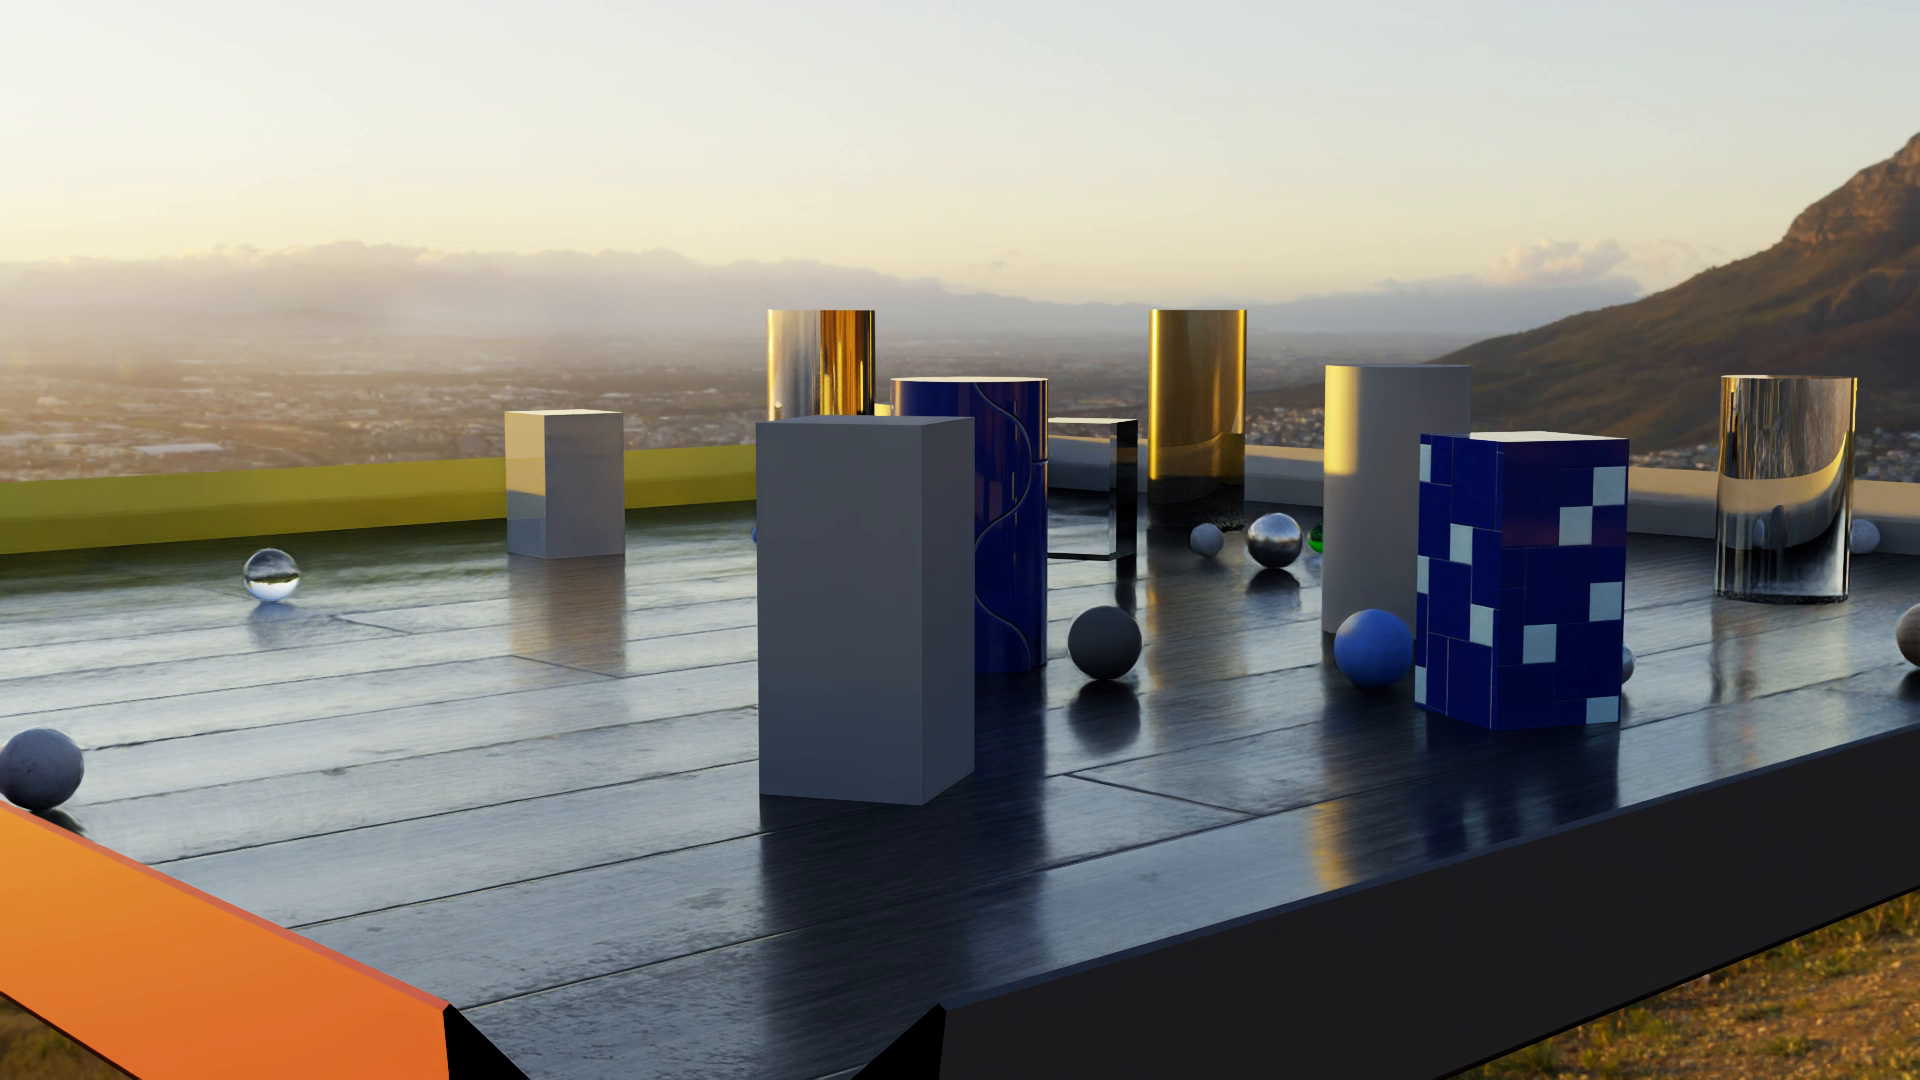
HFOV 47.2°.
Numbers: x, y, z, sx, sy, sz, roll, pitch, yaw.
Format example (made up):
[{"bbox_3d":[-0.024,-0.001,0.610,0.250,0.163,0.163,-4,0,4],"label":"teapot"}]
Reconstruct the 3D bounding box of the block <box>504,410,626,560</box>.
[{"bbox_3d":[-0.728,-0.106,4.053,0.159,0.260,0.159,-5,7,-37],"label":"block"}]

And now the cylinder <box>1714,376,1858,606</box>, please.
[{"bbox_3d":[1.282,-0.082,3.420,0.199,0.343,0.199,0,6,0],"label":"cylinder"}]

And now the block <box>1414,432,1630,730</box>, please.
[{"bbox_3d":[0.617,0.039,2.425,0.159,0.308,0.159,-2,6,-21],"label":"block"}]

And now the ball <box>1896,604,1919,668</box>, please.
[{"bbox_3d":[1.209,0.119,2.733,0.085,0.085,0.085,0,6,0],"label":"ball"}]

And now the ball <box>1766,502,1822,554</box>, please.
[{"bbox_3d":[1.531,-0.022,4.038,0.096,0.096,0.096,0,6,0],"label":"ball"}]

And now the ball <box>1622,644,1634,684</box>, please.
[{"bbox_3d":[0.770,0.147,2.606,0.057,0.057,0.057,0,6,0],"label":"ball"}]

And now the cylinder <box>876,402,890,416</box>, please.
[{"bbox_3d":[-0.025,-0.046,3.234,0.199,0.310,0.199,0,6,0],"label":"cylinder"}]

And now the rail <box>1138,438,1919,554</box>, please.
[{"bbox_3d":[1.275,-0.088,4.502,0.045,0.129,3.428,-5,8,-42],"label":"rail"}]

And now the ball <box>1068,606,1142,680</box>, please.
[{"bbox_3d":[0.176,0.124,2.663,0.090,0.090,0.090,0,6,0],"label":"ball"}]

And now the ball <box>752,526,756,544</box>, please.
[{"bbox_3d":[-0.373,-0.010,4.166,0.044,0.044,0.044,0,6,0],"label":"ball"}]

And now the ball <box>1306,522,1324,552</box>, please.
[{"bbox_3d":[0.669,-0.004,4.061,0.056,0.056,0.056,0,6,0],"label":"ball"}]

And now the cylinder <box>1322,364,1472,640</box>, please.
[{"bbox_3d":[0.608,-0.058,3.068,0.199,0.369,0.199,0,6,0],"label":"cylinder"}]

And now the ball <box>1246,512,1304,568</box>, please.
[{"bbox_3d":[0.545,0.001,3.808,0.097,0.097,0.097,0,6,0],"label":"ball"}]

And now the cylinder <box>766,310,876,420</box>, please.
[{"bbox_3d":[-0.253,-0.197,4.025,0.199,0.446,0.199,0,6,0],"label":"cylinder"}]

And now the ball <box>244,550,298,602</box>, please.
[{"bbox_3d":[-1.056,0.055,3.371,0.082,0.082,0.082,0,6,0],"label":"ball"}]

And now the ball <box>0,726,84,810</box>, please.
[{"bbox_3d":[-0.823,0.204,1.967,0.075,0.075,0.075,0,6,0],"label":"ball"}]

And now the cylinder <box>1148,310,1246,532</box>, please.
[{"bbox_3d":[0.485,-0.247,4.504,0.199,0.447,0.199,0,6,0],"label":"cylinder"}]

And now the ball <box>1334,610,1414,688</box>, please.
[{"bbox_3d":[0.489,0.129,2.606,0.093,0.093,0.093,0,6,0],"label":"ball"}]

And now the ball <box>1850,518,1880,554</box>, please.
[{"bbox_3d":[1.651,-0.006,4.034,0.065,0.065,0.065,0,6,0],"label":"ball"}]

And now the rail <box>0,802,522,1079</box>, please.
[{"bbox_3d":[-1.275,0.156,2.162,0.045,0.129,3.428,-5,8,-42],"label":"rail"}]

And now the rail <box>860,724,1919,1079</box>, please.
[{"bbox_3d":[1.146,0.162,2.096,3.517,0.129,0.045,-5,8,-42],"label":"rail"}]

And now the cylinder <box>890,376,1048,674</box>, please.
[{"bbox_3d":[0.012,-0.024,2.787,0.199,0.359,0.199,0,6,0],"label":"cylinder"}]

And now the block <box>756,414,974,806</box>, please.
[{"bbox_3d":[-0.086,0.059,2.068,0.159,0.343,0.159,2,6,18],"label":"block"}]

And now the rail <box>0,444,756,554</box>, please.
[{"bbox_3d":[-1.146,-0.095,4.567,3.517,0.129,0.045,-5,8,-42],"label":"rail"}]

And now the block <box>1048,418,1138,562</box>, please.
[{"bbox_3d":[0.223,-0.095,4.014,0.159,0.246,0.159,2,6,23],"label":"block"}]

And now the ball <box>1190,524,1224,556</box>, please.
[{"bbox_3d":[0.448,0.000,3.992,0.062,0.062,0.062,0,6,0],"label":"ball"}]
